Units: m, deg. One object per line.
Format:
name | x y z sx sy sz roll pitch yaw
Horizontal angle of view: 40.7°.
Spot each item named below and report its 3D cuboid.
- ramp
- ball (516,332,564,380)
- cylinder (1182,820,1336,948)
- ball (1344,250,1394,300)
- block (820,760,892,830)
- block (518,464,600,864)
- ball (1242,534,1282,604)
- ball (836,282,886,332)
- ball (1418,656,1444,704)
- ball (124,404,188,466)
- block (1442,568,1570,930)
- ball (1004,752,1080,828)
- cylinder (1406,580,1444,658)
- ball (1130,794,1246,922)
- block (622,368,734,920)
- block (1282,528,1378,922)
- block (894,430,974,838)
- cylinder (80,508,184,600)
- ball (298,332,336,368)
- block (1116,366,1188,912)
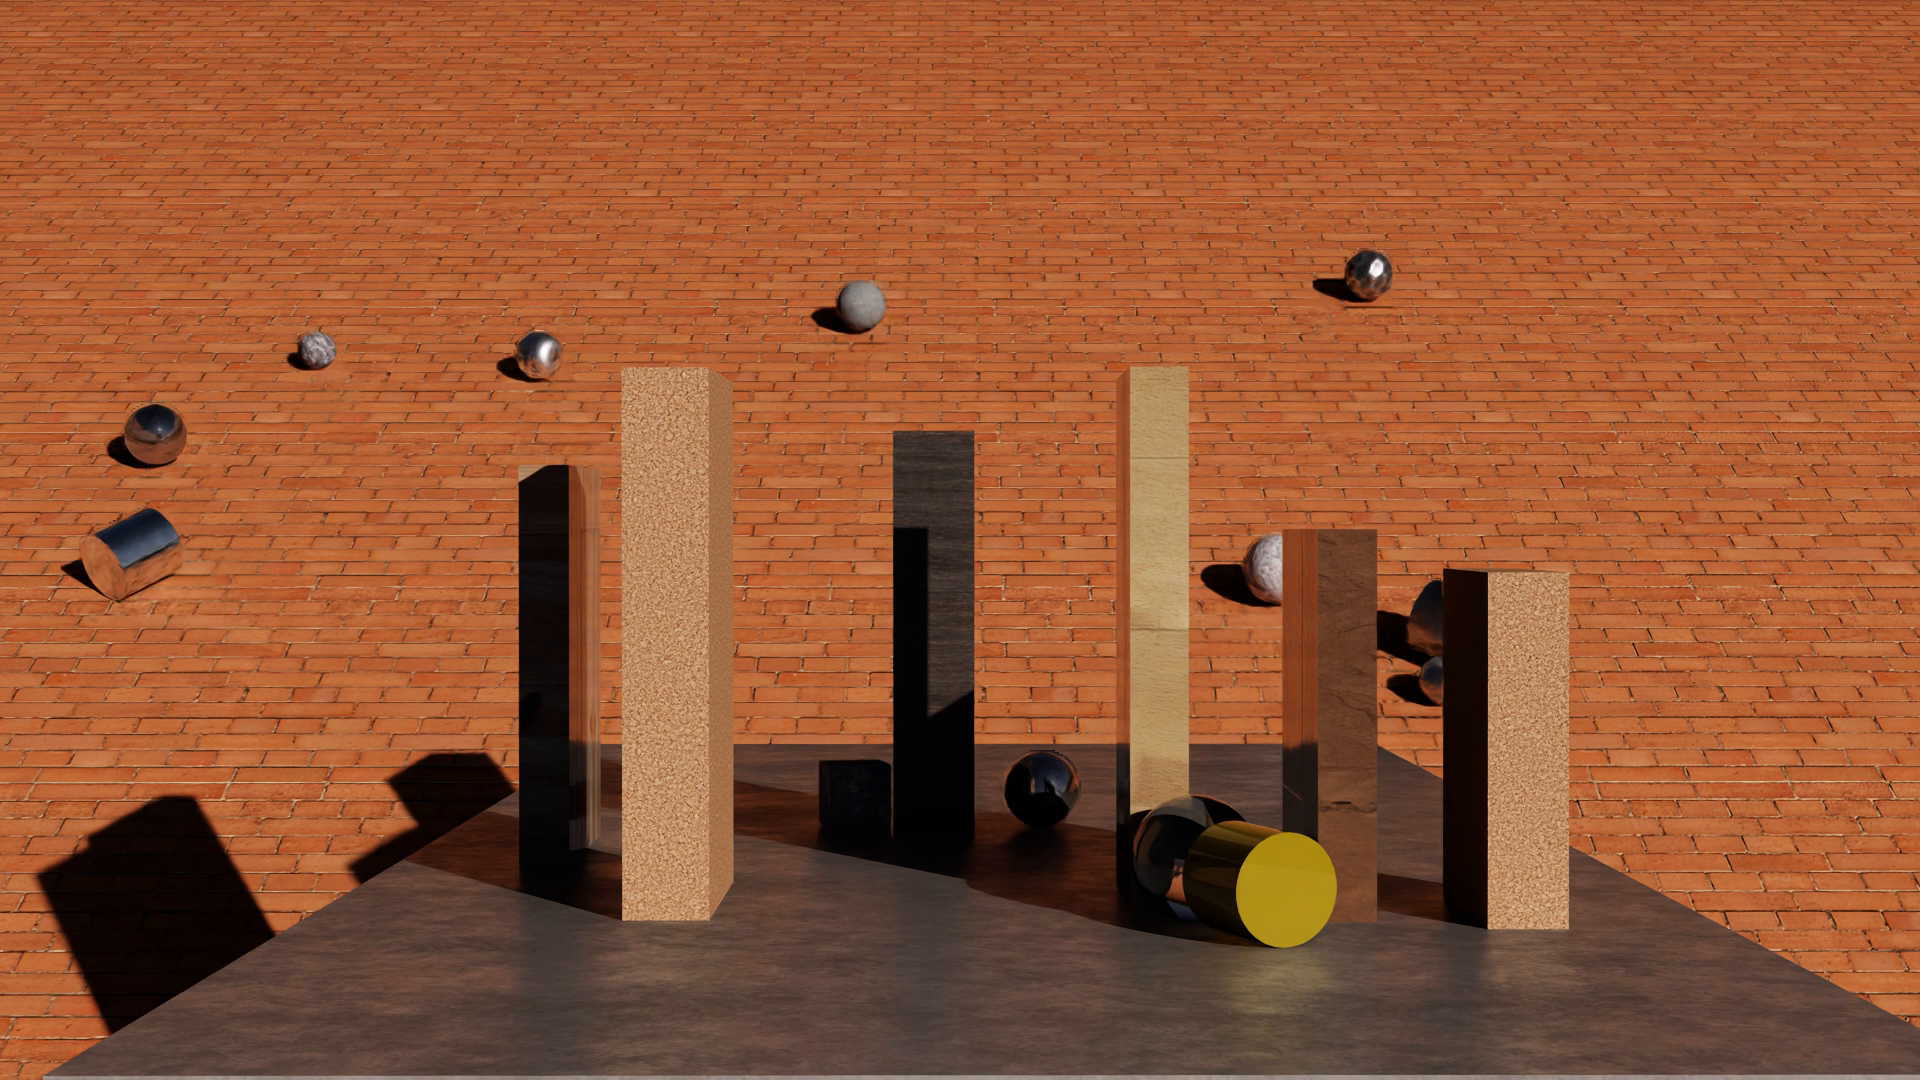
ramp | 0.065 0.584 4.632 2.000 0.100 4.000 0 0 0
ball | -1.417 -0.621 8.708 0.159 0.159 0.159 0 29 0
cylinder | 0.404 0.464 3.497 0.153 0.153 0.153 -13 5 -22
ball | 1.467 -0.950 9.283 0.176 0.176 0.176 0 29 0
block | -0.197 0.475 4.836 0.116 0.116 0.116 0 0 -12
block | -0.690 0.205 4.476 0.084 0.660 0.377 0 0 0
ball | 0.908 0.084 7.399 0.197 0.197 0.197 0 29 0
ball | -0.346 -0.818 9.046 0.175 0.175 0.175 0 29 0
ball | 1.295 0.377 6.942 0.129 0.129 0.129 0 29 0
ball | -2.537 -0.331 8.152 0.191 0.191 0.191 0 29 0
block | 0.787 0.291 3.746 0.113 0.495 0.331 0 0 0
ball | 0.151 0.463 4.801 0.140 0.140 0.140 0 29 0
cylinder | 1.373 0.240 7.103 0.207 0.207 0.207 23 36 35
ball | 0.330 0.449 3.647 0.180 0.180 0.180 0 29 0
block | -0.417 0.146 3.860 0.123 0.784 0.396 0 0 0
block | 0.546 0.261 3.841 0.084 0.554 0.397 0 0 0
block | -0.047 0.168 4.766 0.146 0.730 0.262 0 0 0
cylinder | -2.391 0.040 7.469 0.202 0.202 0.202 20 36 32
ball | -2.182 -0.644 8.785 0.124 0.124 0.124 0 29 0
block | 0.288 0.143 3.899 0.085 0.789 0.328 0 0 0
